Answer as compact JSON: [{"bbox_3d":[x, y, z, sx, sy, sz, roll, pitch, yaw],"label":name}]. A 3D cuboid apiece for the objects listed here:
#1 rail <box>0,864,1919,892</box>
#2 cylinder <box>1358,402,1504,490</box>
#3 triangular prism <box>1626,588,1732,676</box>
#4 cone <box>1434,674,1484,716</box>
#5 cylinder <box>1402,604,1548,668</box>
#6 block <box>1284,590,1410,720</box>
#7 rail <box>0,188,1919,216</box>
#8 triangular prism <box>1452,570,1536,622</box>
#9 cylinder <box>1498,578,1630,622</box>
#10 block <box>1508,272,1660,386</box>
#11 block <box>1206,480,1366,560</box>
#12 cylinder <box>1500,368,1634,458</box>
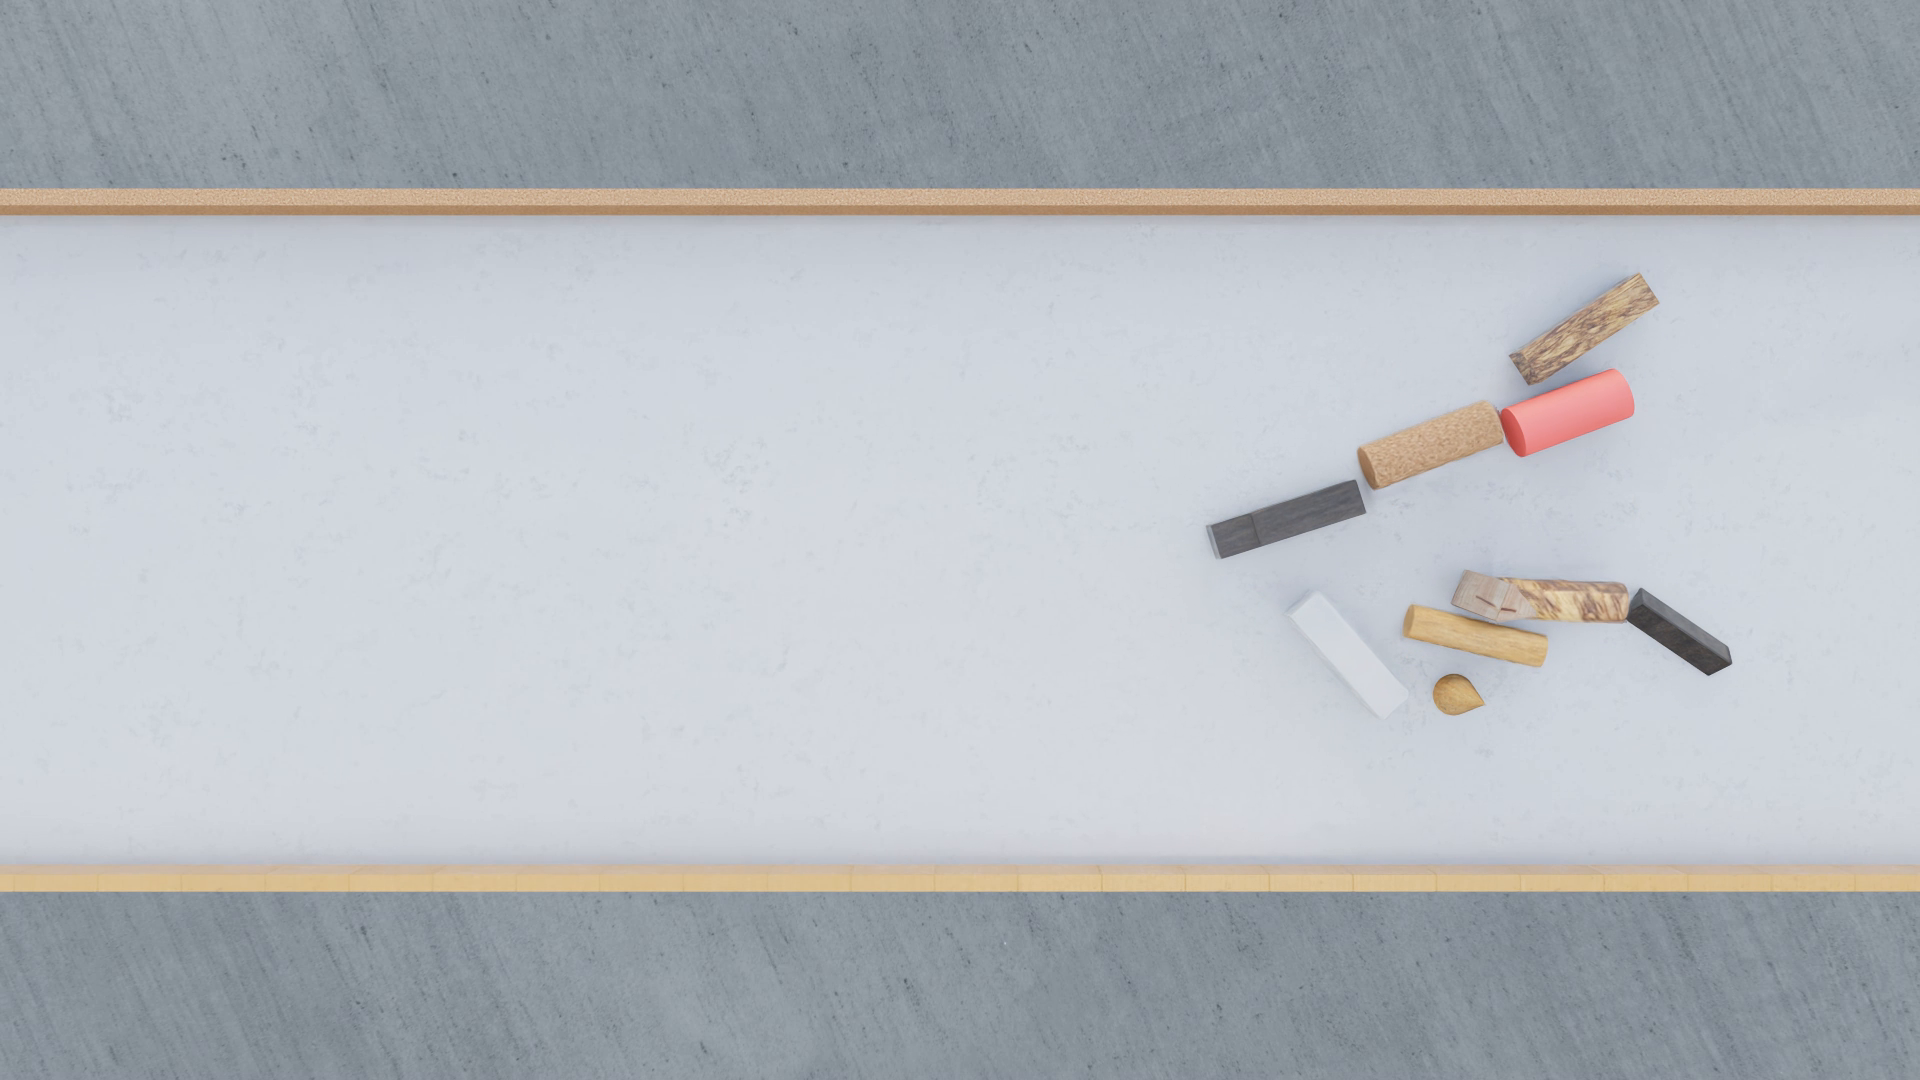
[{"bbox_3d":[-2.247,1.025,5.001,12.000,0.150,0.050,0,90,0],"label":"rail"},{"bbox_3d":[1.427,-0.286,5.008,0.405,0.138,0.138,-20,90,0],"label":"cylinder"},{"bbox_3d":[2.198,0.283,5.028,0.325,0.093,0.107,34,90,0],"label":"triangular prism"},{"bbox_3d":[1.520,0.476,4.922,0.129,0.309,0.129,0,90,0],"label":"cone"},{"bbox_3d":[1.569,0.294,5.026,0.415,0.102,0.102,13,90,0],"label":"cylinder"},{"bbox_3d":[1.175,0.348,5.020,0.114,0.114,0.418,-41,90,0],"label":"block"},{"bbox_3d":[-2.247,-1.025,5.002,12.000,0.150,0.050,0,90,0],"label":"rail"},{"bbox_3d":[1.563,0.156,4.865,0.116,0.417,0.100,-10,95,0],"label":"triangular prism"},{"bbox_3d":[1.824,0.183,5.015,0.372,0.123,0.123,2,90,0],"label":"cylinder"},{"bbox_3d":[1.898,-0.641,5.020,0.429,0.113,0.113,-34,90,0],"label":"block"},{"bbox_3d":[0.990,-0.062,5.023,0.460,0.108,0.108,-18,90,0],"label":"block"},{"bbox_3d":[1.839,-0.385,4.997,0.347,0.159,0.159,-20,90,0],"label":"cylinder"}]
